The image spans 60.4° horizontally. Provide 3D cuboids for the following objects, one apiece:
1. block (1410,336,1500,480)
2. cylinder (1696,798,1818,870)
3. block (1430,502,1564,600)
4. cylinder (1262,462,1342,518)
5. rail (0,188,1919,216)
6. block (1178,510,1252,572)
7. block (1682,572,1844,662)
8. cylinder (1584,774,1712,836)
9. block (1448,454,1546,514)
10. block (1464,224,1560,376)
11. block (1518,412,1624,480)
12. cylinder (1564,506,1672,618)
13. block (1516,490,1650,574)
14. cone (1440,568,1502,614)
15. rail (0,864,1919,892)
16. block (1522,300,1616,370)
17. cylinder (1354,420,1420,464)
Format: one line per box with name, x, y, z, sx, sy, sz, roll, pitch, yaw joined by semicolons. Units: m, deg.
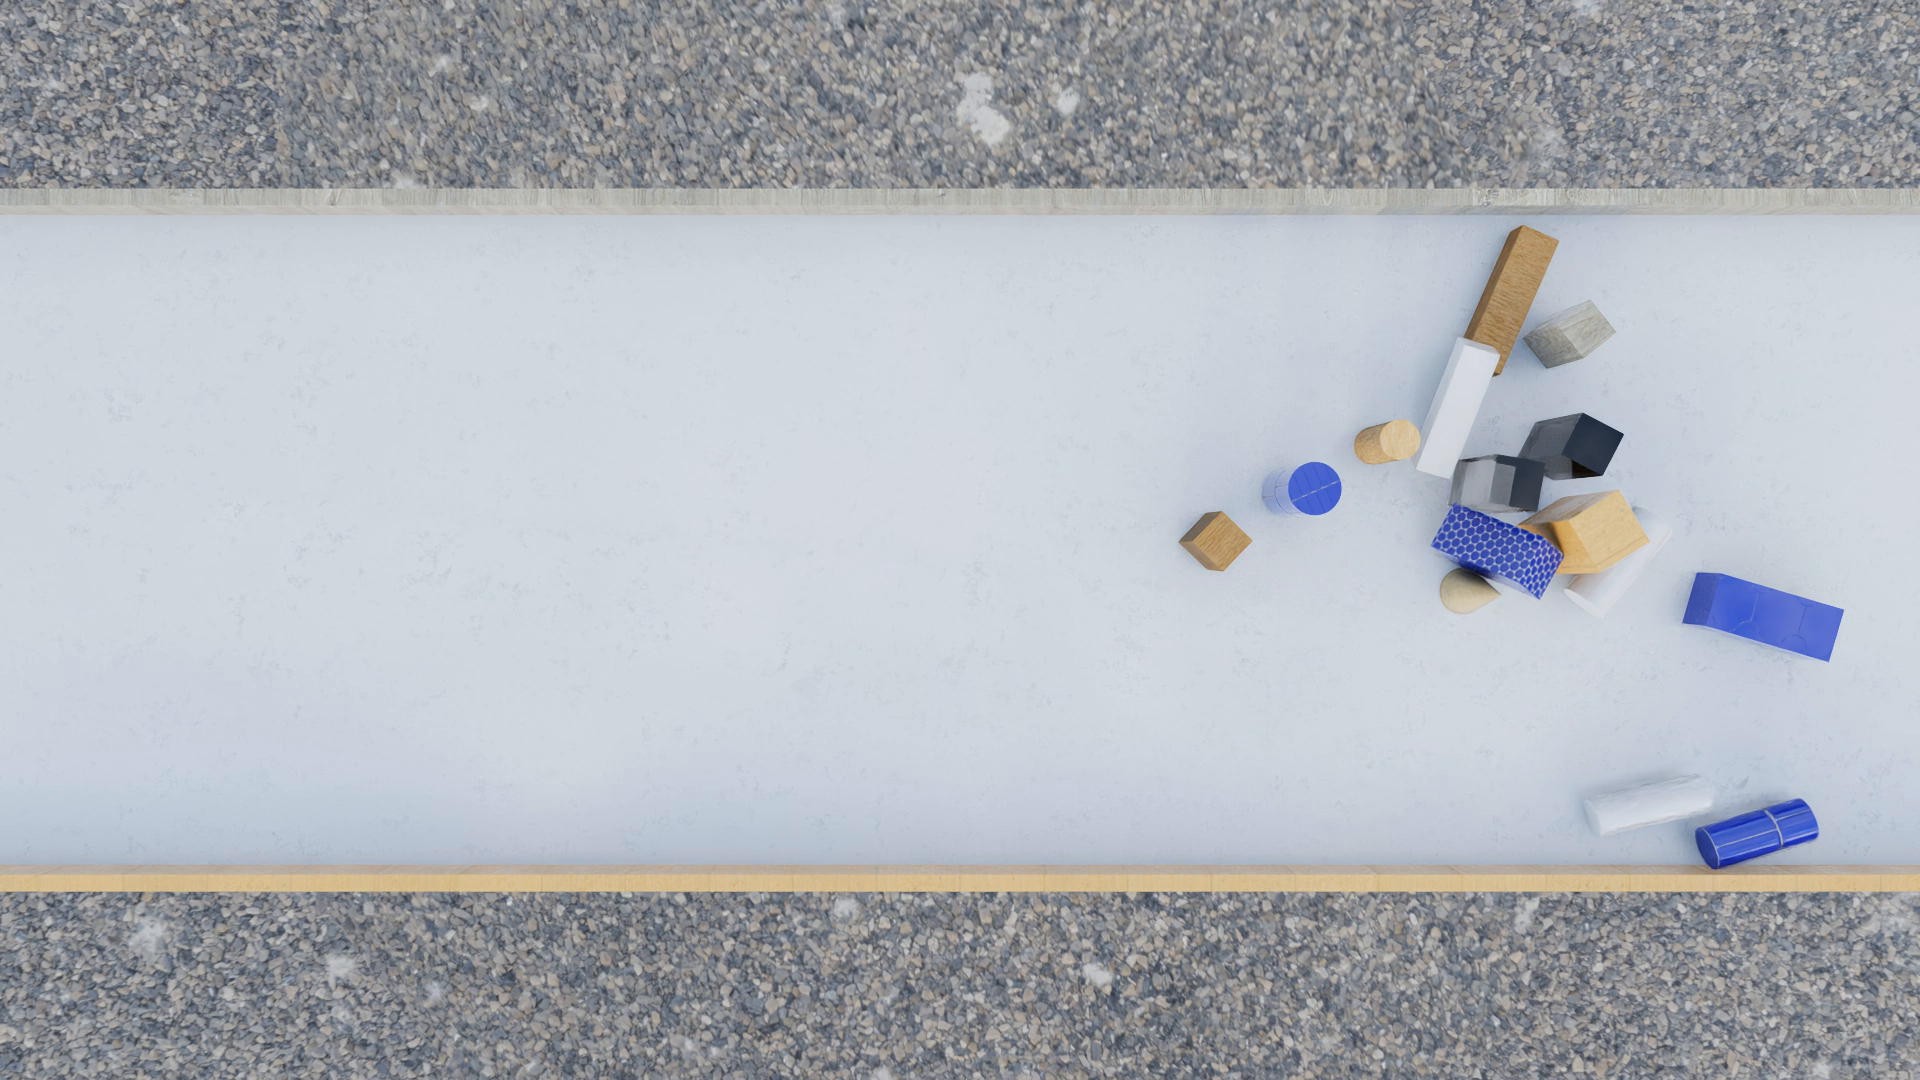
block;1.485;-0.396;4.954;0.108;0.108;0.400;16;111;0
cylinder;2.419;0.892;5.011;0.315;0.132;0.132;-17;90;0
block;1.596;0.032;4.908;0.150;0.319;0.150;29;90;-42
cylinder;1.004;-0.145;4.871;0.152;0.410;0.152;0;90;0
rail;-2.247;-1.025;5.002;12.000;0.150;0.050;0;90;0
block;0.759;0.004;4.920;0.124;0.312;0.124;44;90;0
block;2.429;0.232;4.995;0.382;0.163;0.163;16;90;0
cylinder;2.090;0.808;5.018;0.342;0.117;0.117;-13;90;0
block;1.585;-0.163;4.883;0.141;0.387;0.141;10;90;0
block;1.659;-0.723;5.016;0.120;0.120;0.440;24;90;0
block;1.800;-0.273;4.884;0.134;0.385;0.134;27;90;0
cylinder;1.998;0.067;5.007;0.139;0.139;0.328;40;90;0
block;1.833;-0.019;4.877;0.173;0.390;0.173;-31;90;-4
cone;1.548;0.157;4.892;0.144;0.368;0.144;0;90;0
rail;-2.247;1.025;5.001;12.000;0.150;0.050;0;90;0
block;1.816;-0.611;4.925;0.121;0.303;0.121;-39;90;0
cylinder;1.271;-0.290;4.919;0.117;0.314;0.117;0;90;0
